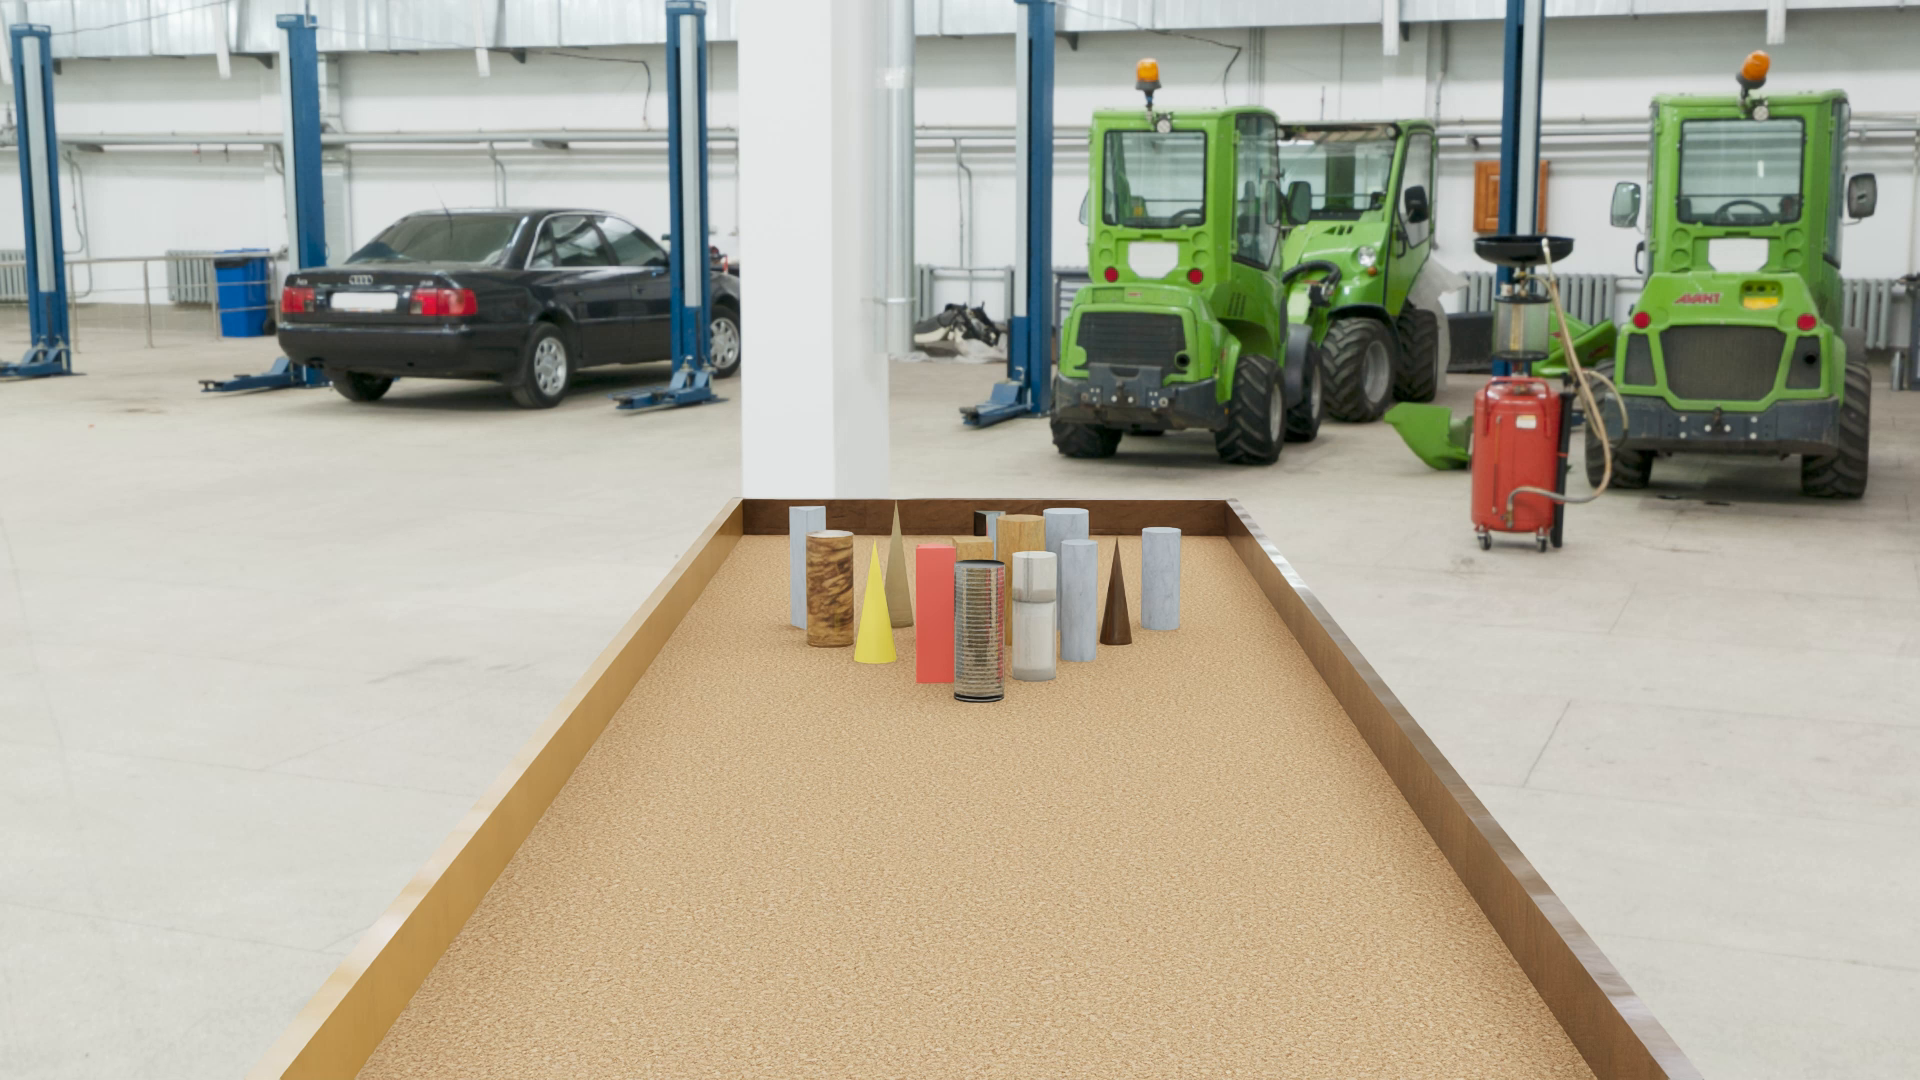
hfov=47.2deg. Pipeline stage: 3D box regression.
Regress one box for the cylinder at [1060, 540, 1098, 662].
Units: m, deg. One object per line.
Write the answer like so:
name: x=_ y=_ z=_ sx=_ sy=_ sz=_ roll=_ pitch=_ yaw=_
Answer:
cylinder: x=0.362 y=0.184 z=6.705 sx=0.111 sy=0.359 sz=0.111 roll=0 pitch=9 yaw=0

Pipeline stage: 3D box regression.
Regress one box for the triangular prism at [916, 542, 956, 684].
triangular prism: x=-0.075 y=0.211 z=6.410 sx=0.113 sy=0.397 sz=0.098 roll=-1 pitch=9 yaw=-6

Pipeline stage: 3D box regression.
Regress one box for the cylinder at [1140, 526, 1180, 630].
cylinder: x=0.657 y=0.126 z=7.191 sx=0.126 sy=0.321 sz=0.126 roll=0 pitch=9 yaw=0

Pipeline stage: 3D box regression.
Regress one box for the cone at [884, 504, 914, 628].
cone: x=-0.209 y=0.071 z=7.215 sx=0.114 sy=0.421 sz=0.114 roll=0 pitch=9 yaw=0

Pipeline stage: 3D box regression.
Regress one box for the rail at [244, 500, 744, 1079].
rail: x=-1.004 y=0.839 z=3.234 sx=0.050 sy=0.150 sz=12.000 roll=0 pitch=9 yaw=1

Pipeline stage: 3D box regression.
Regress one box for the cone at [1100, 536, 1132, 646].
cone: x=0.494 y=0.154 z=6.942 sx=0.106 sy=0.343 sz=0.106 roll=0 pitch=9 yaw=0

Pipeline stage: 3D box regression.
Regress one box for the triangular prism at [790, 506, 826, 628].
triangular prism: x=-0.483 y=0.088 z=7.201 sx=0.099 sy=0.392 sz=0.115 roll=-6 pitch=11 yaw=-33

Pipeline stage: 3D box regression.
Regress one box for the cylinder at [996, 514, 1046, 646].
cylinder: x=0.191 y=0.126 z=6.948 sx=0.154 sy=0.396 sz=0.154 roll=0 pitch=9 yaw=0

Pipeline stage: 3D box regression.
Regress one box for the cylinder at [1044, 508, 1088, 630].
cylinder: x=0.345 y=0.094 z=7.191 sx=0.149 sy=0.383 sz=0.149 roll=0 pitch=9 yaw=0

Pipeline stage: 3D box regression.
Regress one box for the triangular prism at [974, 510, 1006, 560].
triangular prism: x=0.083 y=0.095 z=7.206 sx=0.087 sy=0.377 sz=0.101 roll=7 pitch=11 yaw=36

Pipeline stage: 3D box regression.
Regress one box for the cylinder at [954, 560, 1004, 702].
cylinder: x=0.054 y=0.255 z=6.180 sx=0.143 sy=0.382 sz=0.143 roll=0 pitch=9 yaw=0

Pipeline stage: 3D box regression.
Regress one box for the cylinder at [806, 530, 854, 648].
cylinder: x=-0.409 y=0.153 z=6.924 sx=0.150 sy=0.350 sz=0.150 roll=0 pitch=9 yaw=0

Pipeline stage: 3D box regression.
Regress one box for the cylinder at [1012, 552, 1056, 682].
cylinder: x=0.218 y=0.223 z=6.440 sx=0.129 sy=0.365 sz=0.129 roll=0 pitch=9 yaw=0

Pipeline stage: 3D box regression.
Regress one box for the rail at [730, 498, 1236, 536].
rail: x=0.099 y=-0.098 z=9.147 sx=2.100 sy=0.150 sz=0.050 roll=0 pitch=9 yaw=1

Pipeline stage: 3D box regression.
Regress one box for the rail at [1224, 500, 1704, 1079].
rail: x=1.046 y=0.843 z=3.208 sx=0.050 sy=0.150 sz=12.000 roll=0 pitch=9 yaw=1

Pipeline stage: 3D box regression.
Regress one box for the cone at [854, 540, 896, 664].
cone: x=-0.258 y=0.179 z=6.689 sx=0.132 sy=0.373 sz=0.132 roll=0 pitch=9 yaw=0

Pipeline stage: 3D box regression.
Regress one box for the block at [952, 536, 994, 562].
block: x=0.039 y=0.181 z=6.687 sx=0.109 sy=0.370 sz=0.109 roll=-1 pitch=9 yaw=-8

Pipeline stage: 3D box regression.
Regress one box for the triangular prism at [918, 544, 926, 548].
triangular prism: x=-0.100 y=0.168 z=6.980 sx=0.089 sy=0.303 sz=0.103 roll=7 pitch=12 yaw=39
